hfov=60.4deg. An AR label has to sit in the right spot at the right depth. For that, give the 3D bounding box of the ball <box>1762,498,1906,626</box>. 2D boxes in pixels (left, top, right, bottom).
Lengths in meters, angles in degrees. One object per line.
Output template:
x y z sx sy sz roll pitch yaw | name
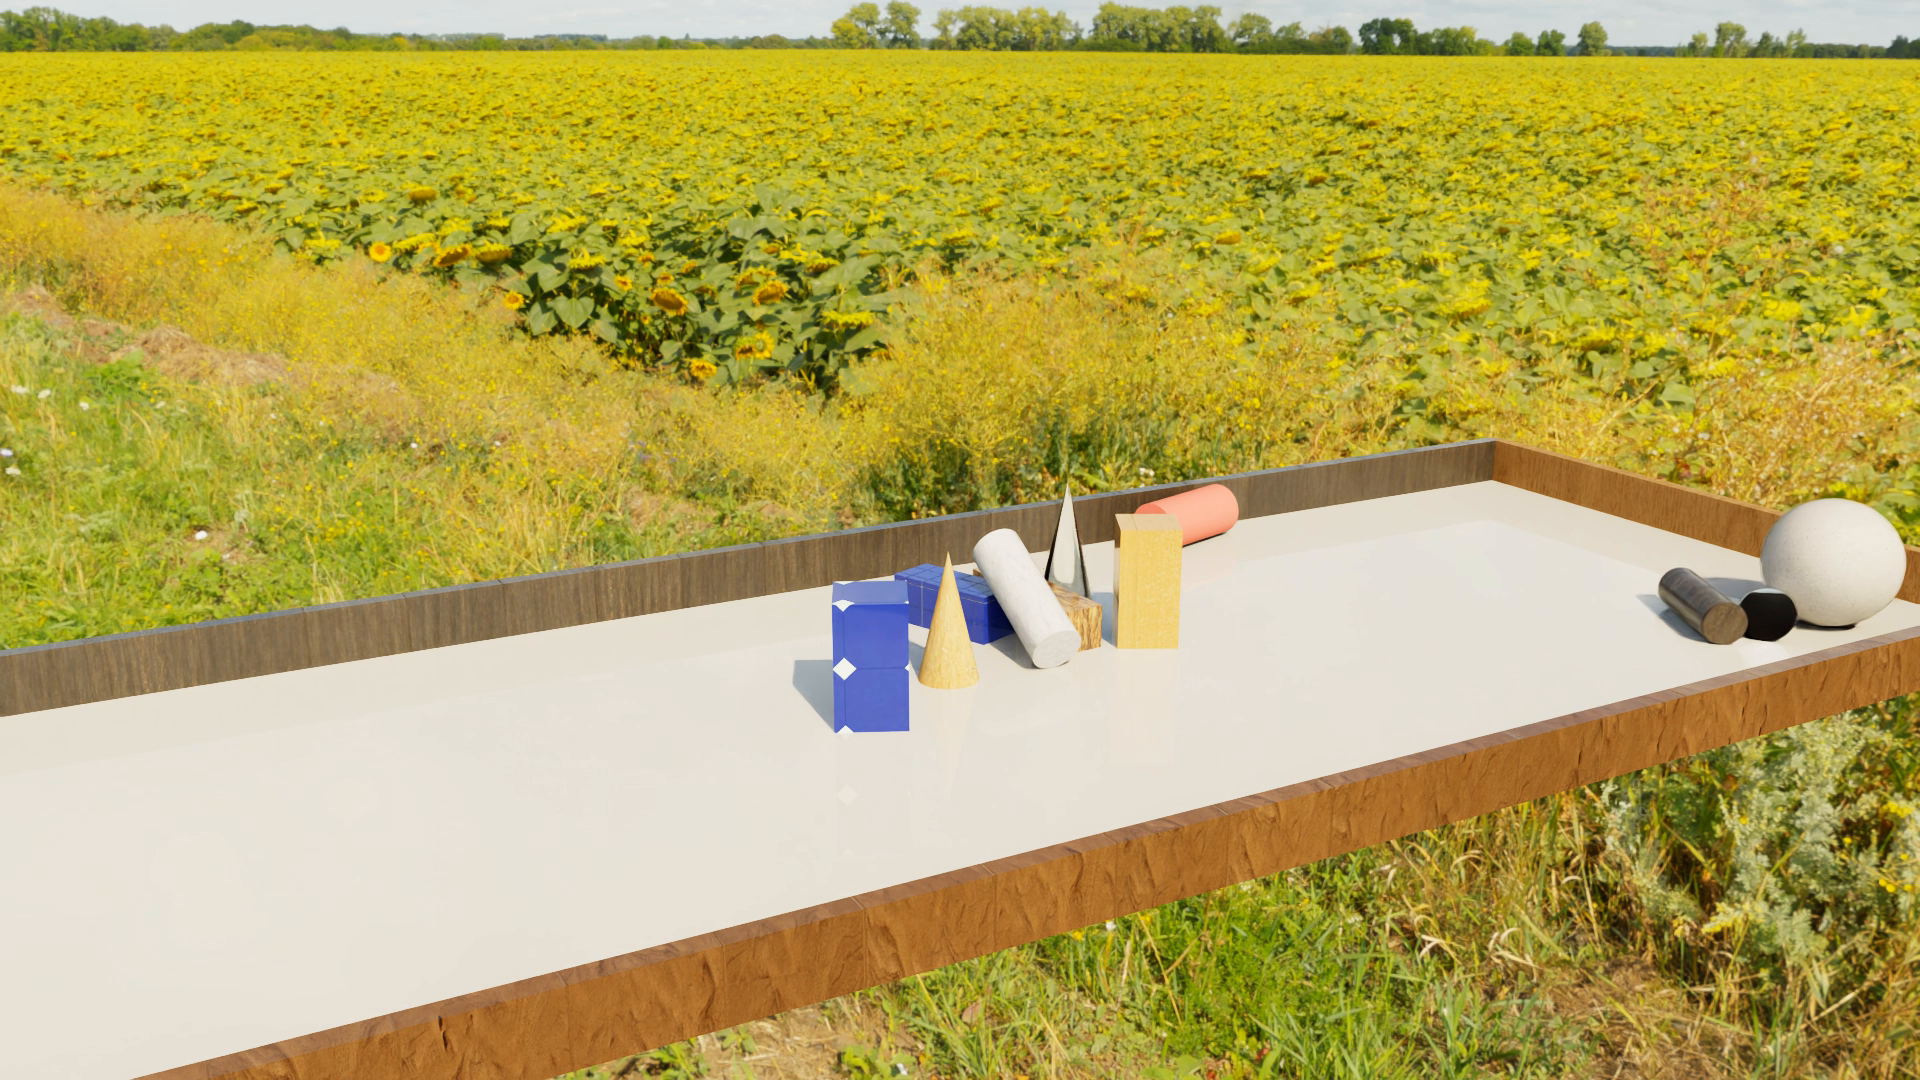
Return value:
2.393 0.061 4.523 0.352 0.352 0.352 0 16 0 | ball

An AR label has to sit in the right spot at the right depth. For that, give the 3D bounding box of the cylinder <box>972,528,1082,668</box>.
0.172 0.150 4.316 0.137 0.137 0.387 -8 45 -25 | cylinder

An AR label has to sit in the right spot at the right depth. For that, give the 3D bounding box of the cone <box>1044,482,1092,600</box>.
0.299 0.014 4.629 0.167 0.382 0.167 0 17 0 | cone

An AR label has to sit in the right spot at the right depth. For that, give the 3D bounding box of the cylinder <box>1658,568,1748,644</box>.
2.040 0.179 4.539 0.117 0.117 0.323 1 16 2 | cylinder

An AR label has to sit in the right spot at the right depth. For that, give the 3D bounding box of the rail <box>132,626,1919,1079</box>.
-2.336 1.006 1.665 12.000 0.150 0.050 -9 18 -27 | rail

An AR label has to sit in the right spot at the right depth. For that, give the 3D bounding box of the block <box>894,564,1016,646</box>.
-0.016 0.173 4.530 0.324 0.133 0.133 14 21 39 | block

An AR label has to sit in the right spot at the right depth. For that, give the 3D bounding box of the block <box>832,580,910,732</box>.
-0.209 0.272 3.874 0.174 0.313 0.174 -1 16 -3 | block

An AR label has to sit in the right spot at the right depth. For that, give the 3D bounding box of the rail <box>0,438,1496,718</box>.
-3.305 0.497 3.399 12.000 0.150 0.050 -9 18 -27 | rail

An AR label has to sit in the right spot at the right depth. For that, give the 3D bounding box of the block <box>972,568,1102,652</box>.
0.206 0.183 4.525 0.117 0.117 0.452 -10 19 -31 | block

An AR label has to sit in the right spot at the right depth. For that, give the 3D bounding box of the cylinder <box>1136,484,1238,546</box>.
0.727 -0.070 5.306 0.161 0.161 0.346 16 23 43 | cylinder

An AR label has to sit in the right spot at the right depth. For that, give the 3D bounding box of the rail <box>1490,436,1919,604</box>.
2.466 -0.048 5.253 0.050 0.150 2.100 -9 18 -27 | rail

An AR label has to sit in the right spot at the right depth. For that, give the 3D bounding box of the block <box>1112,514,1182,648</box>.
0.498 0.109 4.403 0.161 0.327 0.161 0 16 0 | block

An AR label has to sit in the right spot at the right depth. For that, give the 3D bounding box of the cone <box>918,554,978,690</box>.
-0.029 0.188 4.119 0.155 0.335 0.155 0 16 0 | cone

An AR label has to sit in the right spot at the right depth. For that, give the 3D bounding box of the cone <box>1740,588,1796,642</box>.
2.234 0.178 4.624 0.143 0.143 0.435 6 8 19 | cone
